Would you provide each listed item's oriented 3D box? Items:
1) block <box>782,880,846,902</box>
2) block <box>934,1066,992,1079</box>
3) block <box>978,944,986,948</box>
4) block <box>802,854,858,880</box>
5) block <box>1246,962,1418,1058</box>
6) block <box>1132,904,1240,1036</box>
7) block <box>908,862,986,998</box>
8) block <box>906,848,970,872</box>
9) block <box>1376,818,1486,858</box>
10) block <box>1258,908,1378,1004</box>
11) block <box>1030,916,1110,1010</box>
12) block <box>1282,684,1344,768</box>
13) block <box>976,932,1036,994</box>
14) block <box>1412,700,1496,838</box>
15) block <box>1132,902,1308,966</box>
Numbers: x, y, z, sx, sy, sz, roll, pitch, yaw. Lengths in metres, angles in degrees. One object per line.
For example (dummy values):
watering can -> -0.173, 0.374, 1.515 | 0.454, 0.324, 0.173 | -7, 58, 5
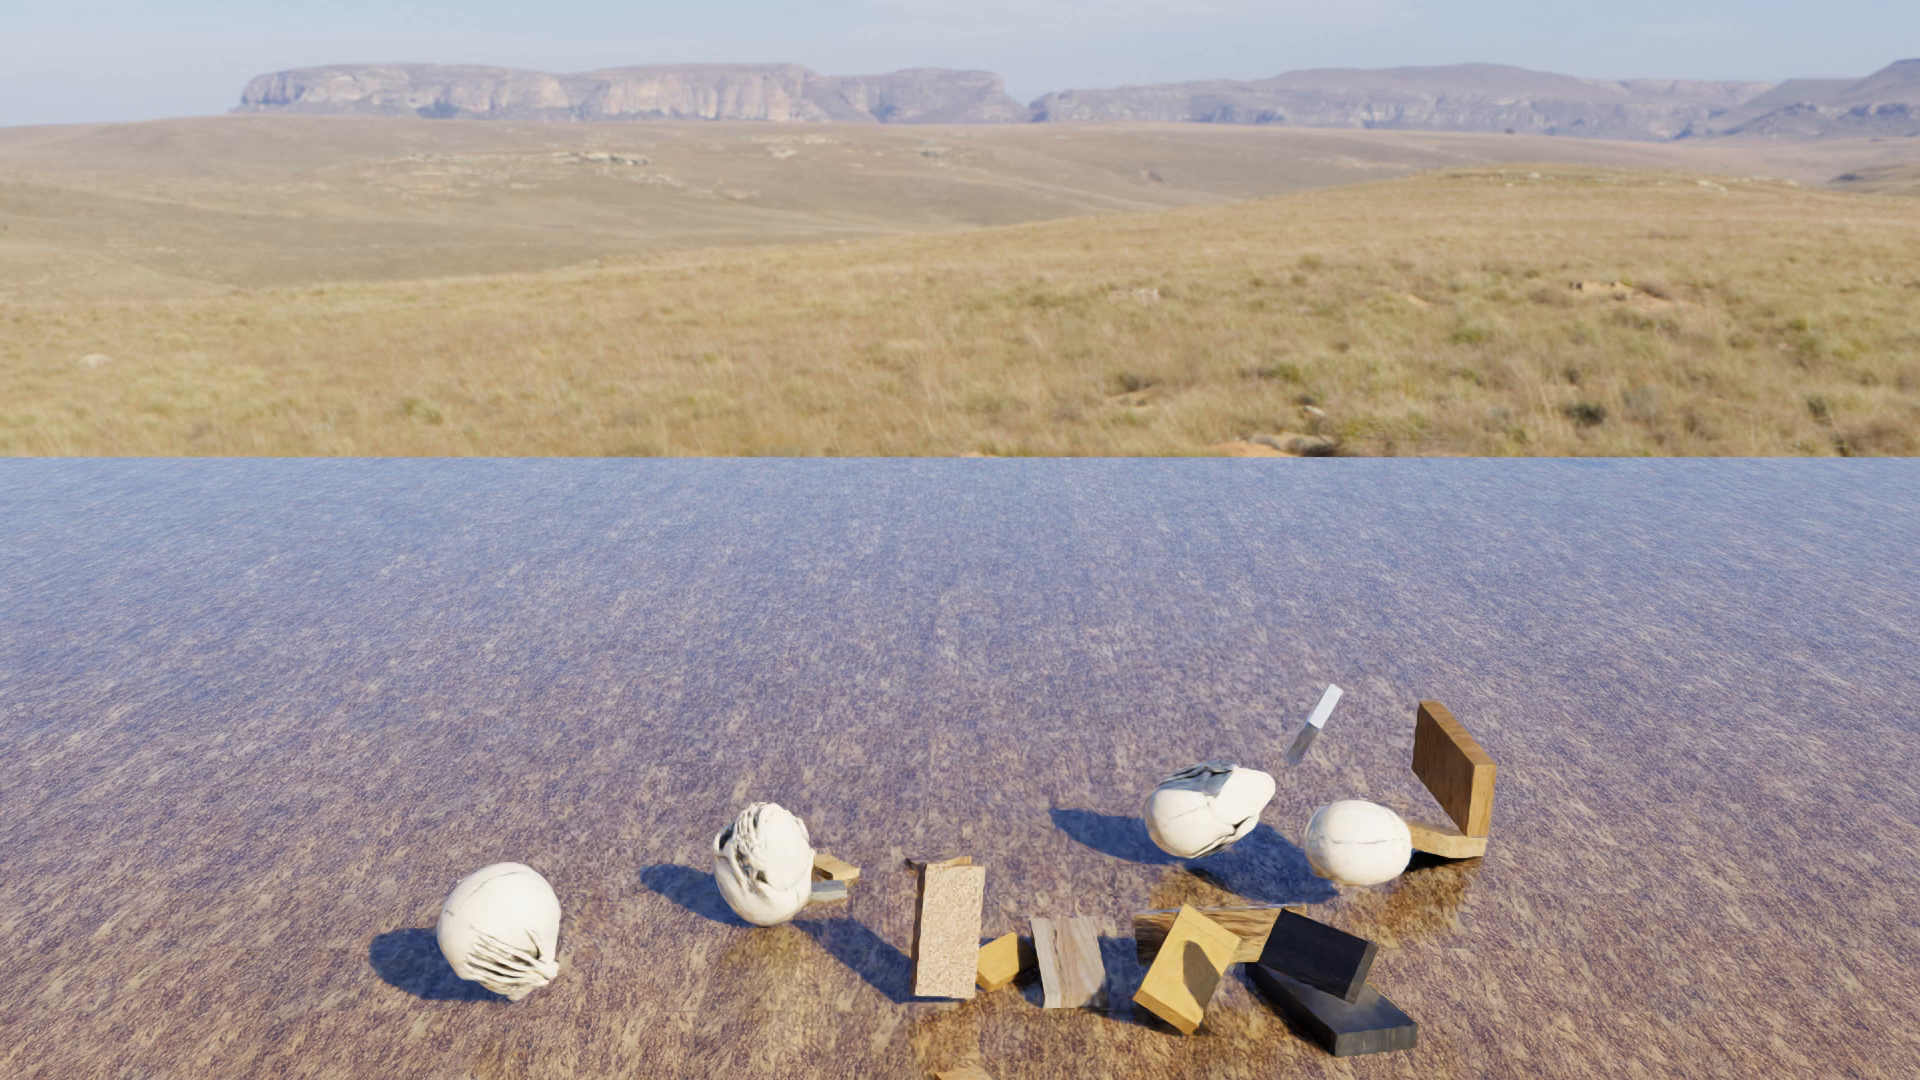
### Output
block -> -0.242, 0.584, 3.660 | 0.101, 0.014, 0.050 | -2, 11, -11
block -> 0.021, 0.727, 2.882 | 0.064, 0.018, 0.128 | -5, 11, -23
block -> -0.004, 0.643, 3.336 | 0.064, 0.018, 0.128 | 2, 11, 13
block -> -0.223, 0.563, 3.778 | 0.050, 0.014, 0.101 | -7, 13, -35
block -> 0.532, 0.663, 3.180 | 0.123, 0.035, 0.316 | -3, 11, -15
block -> 0.325, 0.611, 3.138 | 0.095, 0.027, 0.189 | 32, 40, 6
block -> -0.019, 0.567, 3.197 | 0.094, 0.189, 0.027 | 7, -5, -24
block -> -0.038, 0.556, 3.813 | 0.101, 0.014, 0.050 | -7, 12, -32
block -> 0.812, 0.512, 3.774 | 0.123, 0.035, 0.247 | 12, -2, 28
block -> 0.472, 0.549, 2.909 | 0.023, 0.080, 0.160 | 33, -12, -36
block -> 0.162, 0.627, 3.268 | 0.094, 0.027, 0.189 | -1, 25, -4
block -> 0.562, 0.297, 3.509 | 0.023, 0.080, 0.160 | 31, -28, 8
block -> 0.062, 0.634, 3.303 | 0.064, 0.018, 0.128 | 38, 30, 25
block -> 0.791, 0.364, 3.531 | 0.035, 0.123, 0.247 | -2, 20, -9
block -> 0.388, 0.586, 3.264 | 0.261, 0.080, 0.023 | -7, 3, 23
